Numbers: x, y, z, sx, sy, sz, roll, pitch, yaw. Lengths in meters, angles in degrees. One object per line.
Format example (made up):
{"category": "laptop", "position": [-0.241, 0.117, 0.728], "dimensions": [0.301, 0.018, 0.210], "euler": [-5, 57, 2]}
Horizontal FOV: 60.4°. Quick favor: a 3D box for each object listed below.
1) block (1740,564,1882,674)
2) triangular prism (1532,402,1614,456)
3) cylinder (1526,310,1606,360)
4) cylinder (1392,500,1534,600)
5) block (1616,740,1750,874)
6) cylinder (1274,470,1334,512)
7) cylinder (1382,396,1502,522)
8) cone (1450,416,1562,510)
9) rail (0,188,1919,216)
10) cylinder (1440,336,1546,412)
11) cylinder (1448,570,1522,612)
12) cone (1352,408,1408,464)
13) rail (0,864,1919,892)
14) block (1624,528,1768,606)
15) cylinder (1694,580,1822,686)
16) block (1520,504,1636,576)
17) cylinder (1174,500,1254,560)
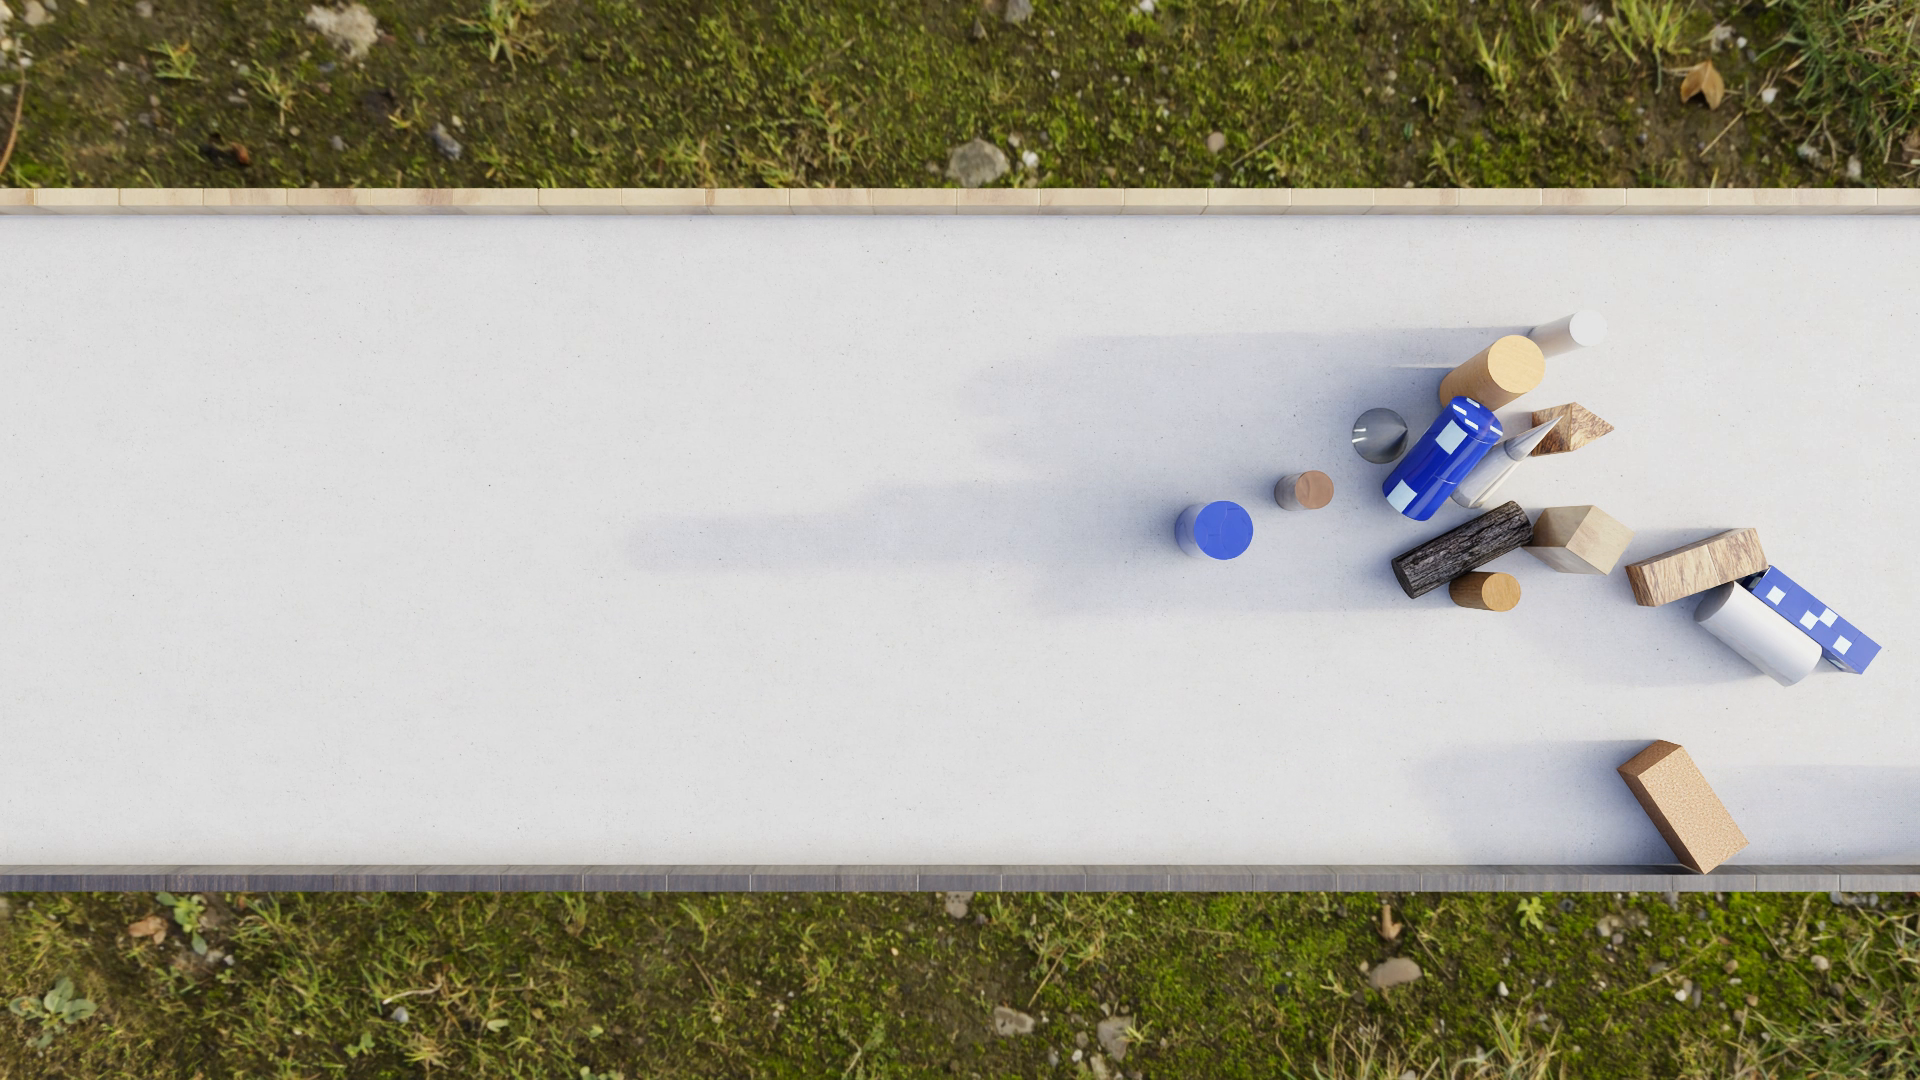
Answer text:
{"category": "block", "position": [2.583, 0.241, 5.025], "dimensions": [0.414, 0.104, 0.104], "euler": [37, 90, 0]}
{"category": "triangular prism", "position": [1.794, -0.343, 4.912], "dimensions": [0.140, 0.329, 0.121], "euler": [-28, 90, 0]}
{"category": "cylinder", "position": [1.794, -0.607, 4.894], "dimensions": [0.106, 0.366, 0.106], "euler": [0, 90, 0]}
{"category": "cylinder", "position": [1.525, 0.030, 5.008], "dimensions": [0.402, 0.137, 0.137], "euler": [-26, 90, 0]}
{"category": "block", "position": [2.186, 0.805, 4.996], "dimensions": [0.162, 0.162, 0.355], "euler": [-35, 90, 0]}
{"category": "cylinder", "position": [1.023, -0.145, 4.917], "dimensions": [0.113, 0.319, 0.113], "euler": [0, 90, 0]}
{"category": "cylinder", "position": [1.429, -0.240, 4.898], "dimensions": [0.176, 0.176, 0.352], "euler": [31, 129, 0]}
{"category": "cone", "position": [1.623, -0.259, 4.846], "dimensions": [0.157, 0.450, 0.157], "euler": [10, 61, -19]}
{"category": "rail", "position": [-2.247, -1.025, 5.002], "dimensions": [12.000, 0.150, 0.050], "euler": [0, 90, 0]}
{"category": "cylinder", "position": [1.571, -0.474, 4.885], "dimensions": [0.171, 0.358, 0.171], "euler": [1, 81, -6]}
{"category": "cylinder", "position": [1.561, 0.151, 4.915], "dimensions": [0.113, 0.322, 0.113], "euler": [0, 90, 0]}
{"category": "cone", "position": [1.294, -0.320, 4.920], "dimensions": [0.174, 0.313, 0.174], "euler": [0, 90, 0]}
{"category": "rail", "position": [-2.247, 1.025, 5.001], "dimensions": [12.000, 0.150, 0.050], "euler": [0, 90, 0]}
{"category": "block", "position": [2.237, 0.082, 5.013], "dimensions": [0.361, 0.127, 0.127], "euler": [-19, 90, 0]}
{"category": "cylinder", "position": [2.414, 0.281, 4.995], "dimensions": [0.326, 0.164, 0.164], "euler": [37, 90, 0]}
{"category": "block", "position": [1.823, 0.000, 4.885], "dimensions": [0.145, 0.383, 0.145], "euler": [34, 90, 0]}
{"category": "cylinder", "position": [0.744, -0.027, 4.865], "dimensions": [0.168, 0.423, 0.168], "euler": [0, 90, 0]}
